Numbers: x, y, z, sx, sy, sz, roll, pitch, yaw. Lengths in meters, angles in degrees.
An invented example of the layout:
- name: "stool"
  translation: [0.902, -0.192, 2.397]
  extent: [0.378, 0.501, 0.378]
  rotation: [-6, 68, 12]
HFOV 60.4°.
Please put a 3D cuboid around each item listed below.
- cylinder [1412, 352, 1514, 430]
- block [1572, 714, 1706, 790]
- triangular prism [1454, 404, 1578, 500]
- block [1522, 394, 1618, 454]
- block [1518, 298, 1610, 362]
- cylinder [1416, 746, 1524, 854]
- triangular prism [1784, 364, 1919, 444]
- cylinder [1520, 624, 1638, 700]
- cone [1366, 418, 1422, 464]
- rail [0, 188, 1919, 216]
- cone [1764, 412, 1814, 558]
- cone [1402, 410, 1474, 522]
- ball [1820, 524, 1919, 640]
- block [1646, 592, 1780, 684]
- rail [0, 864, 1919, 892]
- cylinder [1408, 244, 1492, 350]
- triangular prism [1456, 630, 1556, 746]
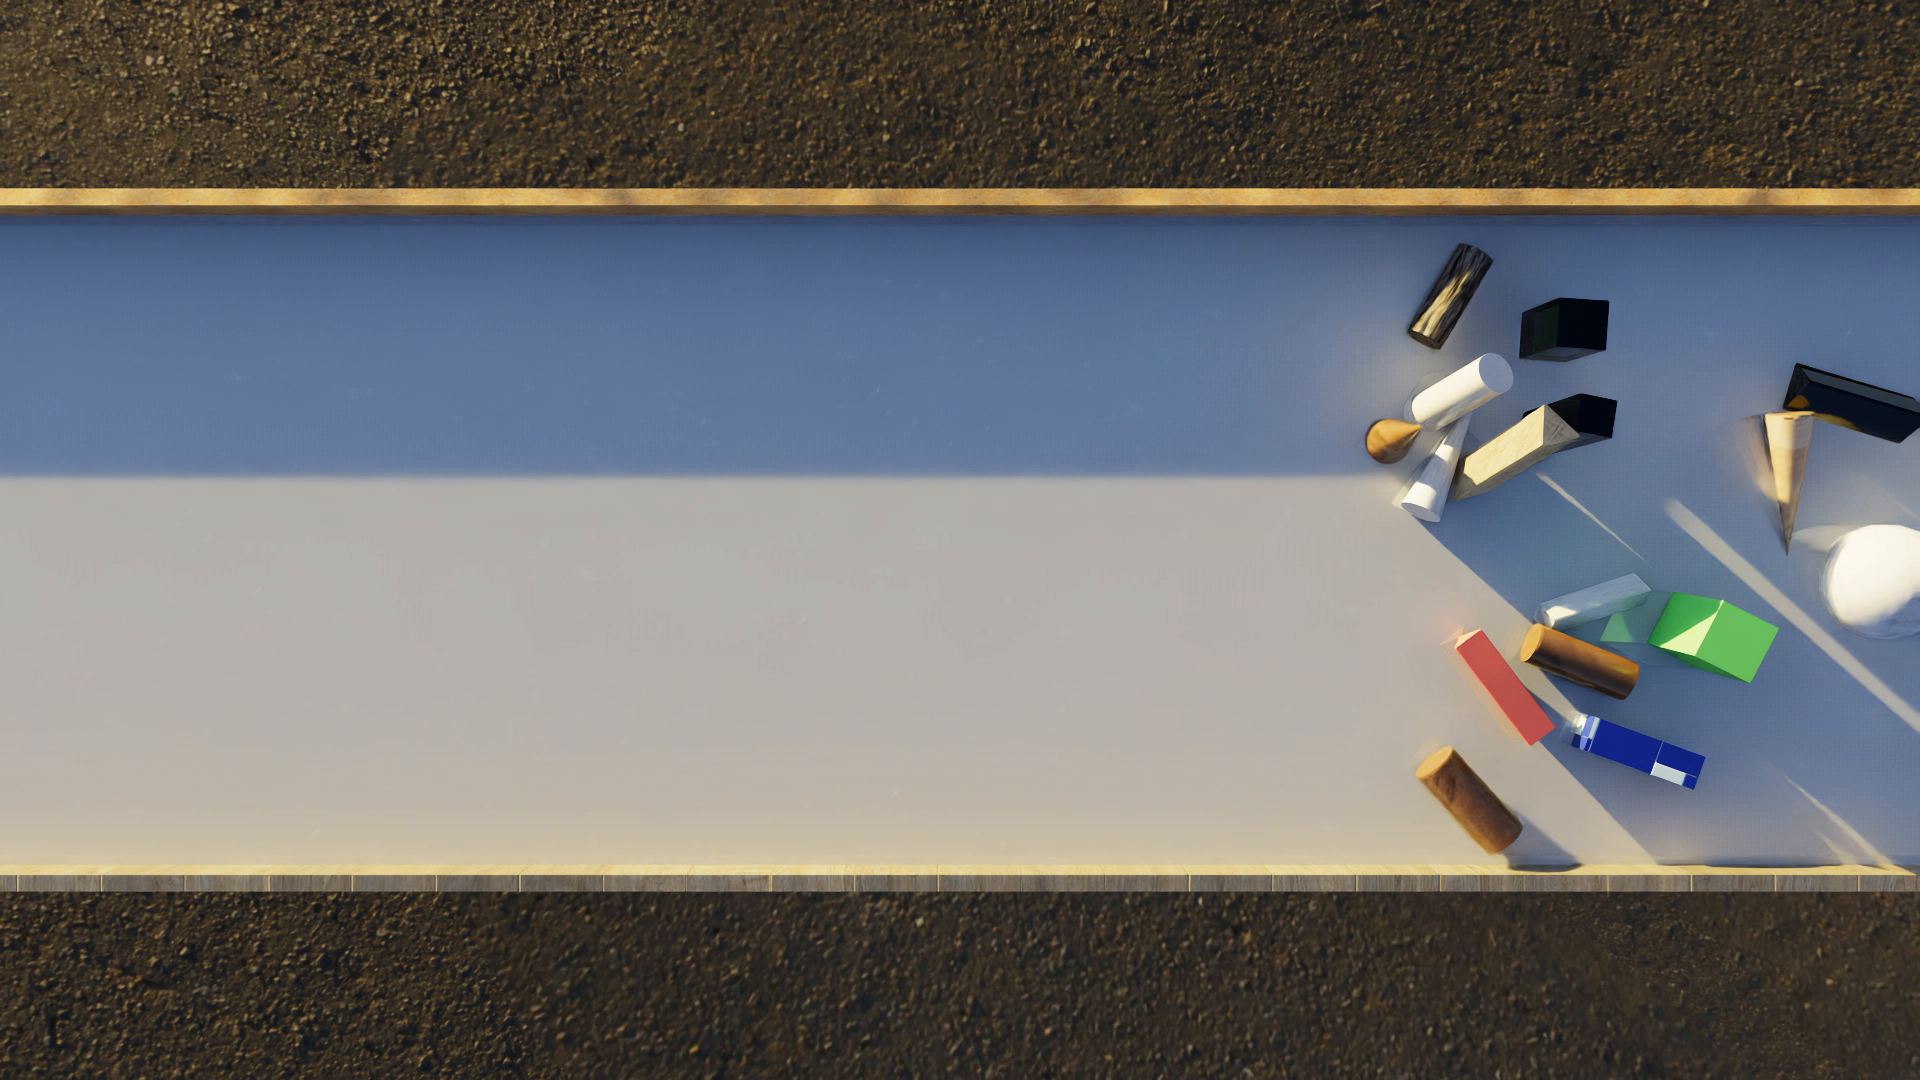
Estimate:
- name: "cylinder"
  translation: [1.494, -0.439, 4.910]
  extent: [0.124, 0.310, 0.124]
  rotation: [7, 70, -21]
- name: "block"
  translation: [2.064, 0.643, 5.024]
  extent: [0.353, 0.105, 0.105]
  rotation: [20, 90, 0]
- name: "triangular prism"
  translation: [1.614, -0.261, 4.865]
  extent: [0.133, 0.439, 0.116]
  rotation: [-14, 76, -23]
- name: "block"
  translation: [1.792, -0.341, 4.878]
  extent: [0.110, 0.381, 0.110]
  rotation: [11, 85, -4]
- name: "block"
  translation: [1.797, -0.624, 4.916]
  extent: [0.143, 0.320, 0.143]
  rotation: [4, 90, 0]
- name: "cylinder"
  translation: [1.547, 0.789, 5.007]
  extent: [0.139, 0.139, 0.317]
  rotation: [-42, 90, 0]
- name: "triangular prism"
  translation: [2.730, -0.420, 5.010]
  extent: [0.373, 0.127, 0.146]
  rotation: [17, 90, 0]
- name: "cylinder"
  translation: [1.882, 0.370, 5.013]
  extent: [0.317, 0.125, 0.125]
  rotation: [22, 90, 0]
- name: "cone"
  translation: [1.321, -0.314, 4.899]
  extent: [0.141, 0.346, 0.141]
  rotation: [0, 87, -2]
- name: "rail"
  translation: [-2.247, -1.025, 5.002]
  extent: [12.000, 0.150, 0.050]
  rotation: [0, 90, 0]
- name: "cone"
  translation: [2.532, -0.166, 5.042]
  extent: [0.138, 0.138, 0.444]
  rotation: [-3, 99, 0]
- name: "cone"
  translation: [1.502, -0.281, 5.045]
  extent: [0.126, 0.126, 0.447]
  rotation: [27, 82, 0]
- name: "ball"
  translation: [2.751, 0.124, 4.905]
  extent: [0.343, 0.343, 0.343]
  rotation: [0, 90, 0]
- name: "block"
  translation: [2.228, 0.285, 4.897]
  extent: [0.178, 0.352, 0.178]
  rotation: [27, 93, 0]
- name: "rail"
  translation: [-2.247, 1.025, 5.001]
  extent: [12.000, 0.150, 0.050]
  rotation: [0, 90, 0]
- name: "cylinder"
  translation: [1.491, -0.740, 5.020]
  extent: [0.114, 0.114, 0.306]
  rotation: [31, 90, 0]
- name: "triangular prism"
  translation: [1.661, 0.440, 5.013]
  extent: [0.085, 0.098, 0.373]
  rotation: [-37, 90, 31]
